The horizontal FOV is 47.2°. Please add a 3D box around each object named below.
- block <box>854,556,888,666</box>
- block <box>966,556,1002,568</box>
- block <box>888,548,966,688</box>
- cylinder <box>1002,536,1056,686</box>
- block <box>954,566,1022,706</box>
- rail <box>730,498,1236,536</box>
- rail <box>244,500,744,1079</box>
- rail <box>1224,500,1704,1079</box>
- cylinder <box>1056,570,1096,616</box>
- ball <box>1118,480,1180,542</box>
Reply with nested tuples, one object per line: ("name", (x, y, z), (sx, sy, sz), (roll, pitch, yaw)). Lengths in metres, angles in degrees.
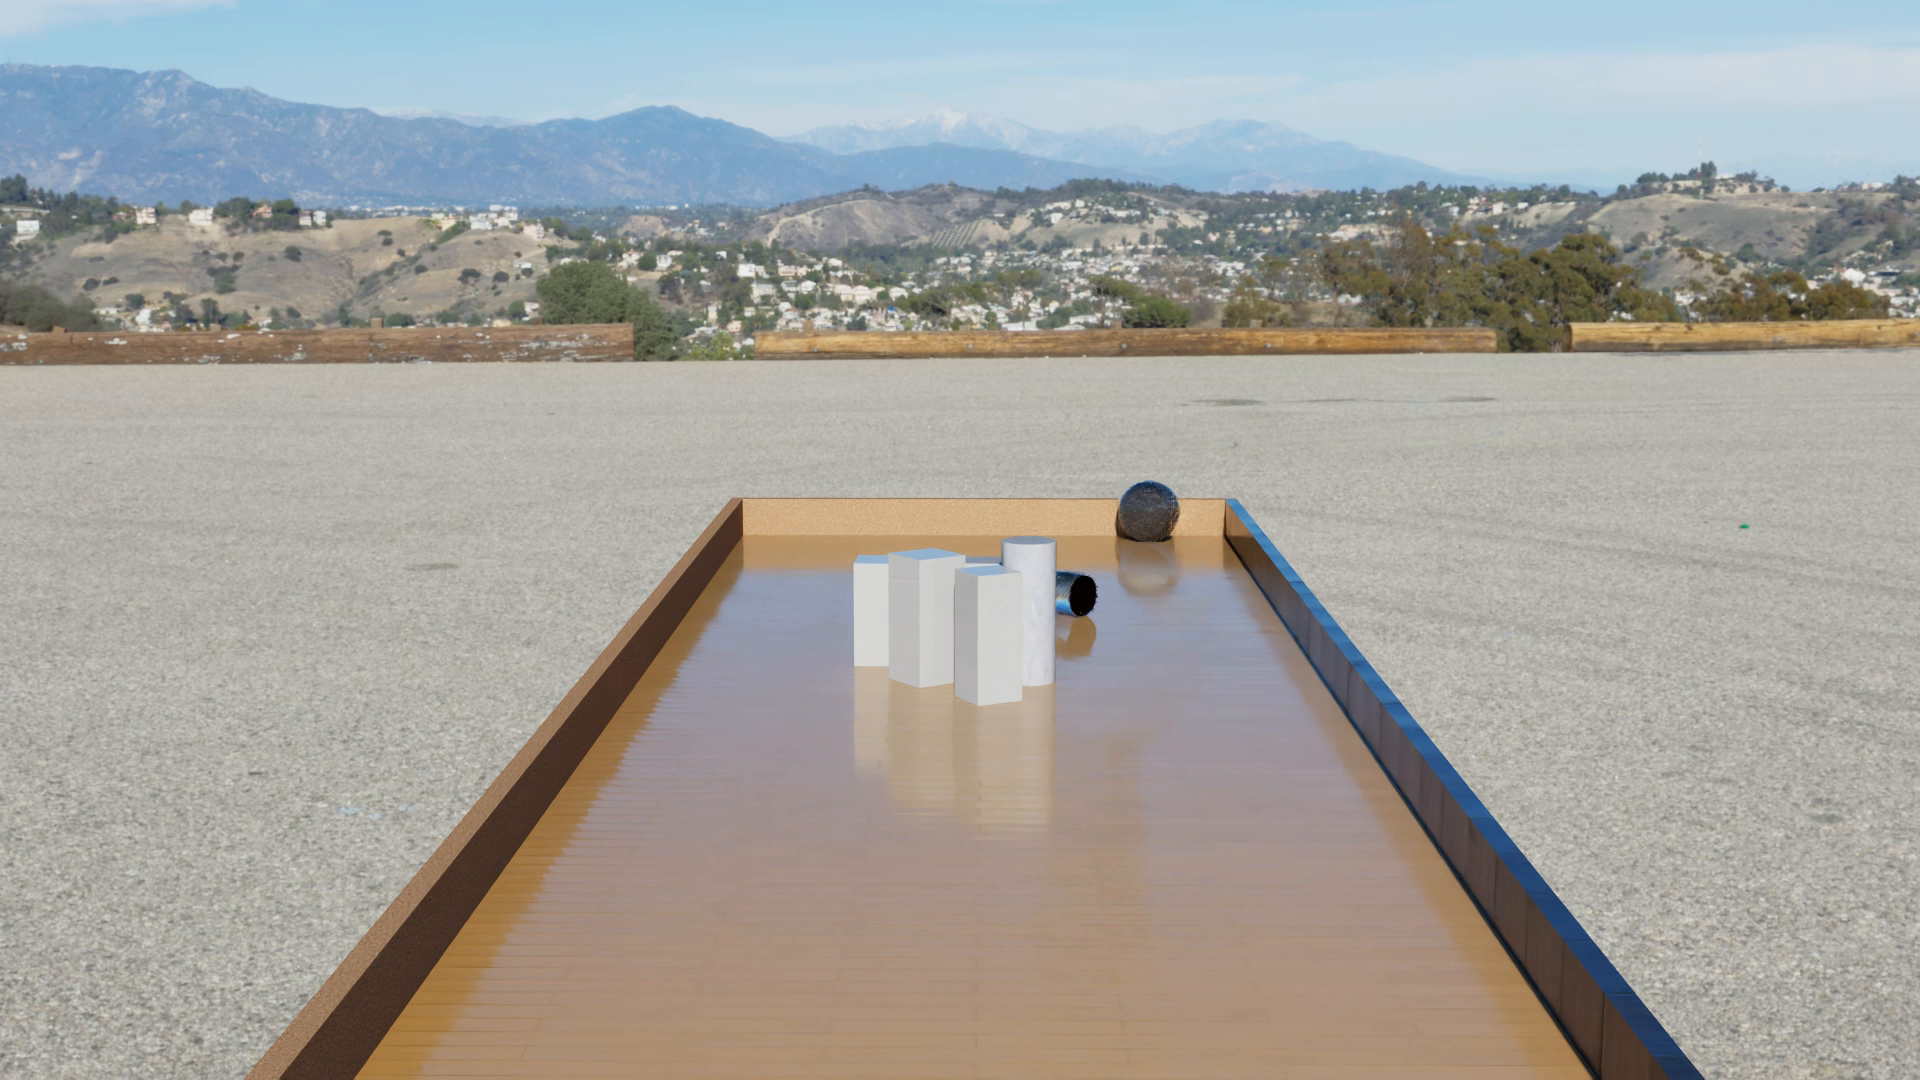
("block", (-0.237, 0.213, 6.668), (0.155, 0.312, 0.155), (0, 9, 3))
("block", (0.062, 0.213, 6.686), (0.132, 0.308, 0.132), (0, 9, 2))
("block", (-0.097, 0.224, 6.405), (0.161, 0.372, 0.161), (-6, 11, -35))
("cylinder", (0.200, 0.205, 6.396), (0.160, 0.413, 0.160), (0, 9, 0))
("block", (0.080, 0.266, 6.167), (0.140, 0.365, 0.140), (-5, 10, -27))
("rail", (0.099, -0.098, 9.147), (2.100, 0.150, 0.050), (0, 9, 1))
("rail", (-1.004, 0.839, 3.234), (0.050, 0.150, 12.000), (0, 9, 1))
("rail", (1.046, 0.843, 3.208), (0.050, 0.150, 12.000), (0, 9, 1))
("cylinder", (0.250, 0.163, 7.534), (0.459, 0.141, 0.141), (9, 13, 44))
("ball", (0.770, -0.117, 8.951), (0.250, 0.250, 0.250), (0, 9, 0))
